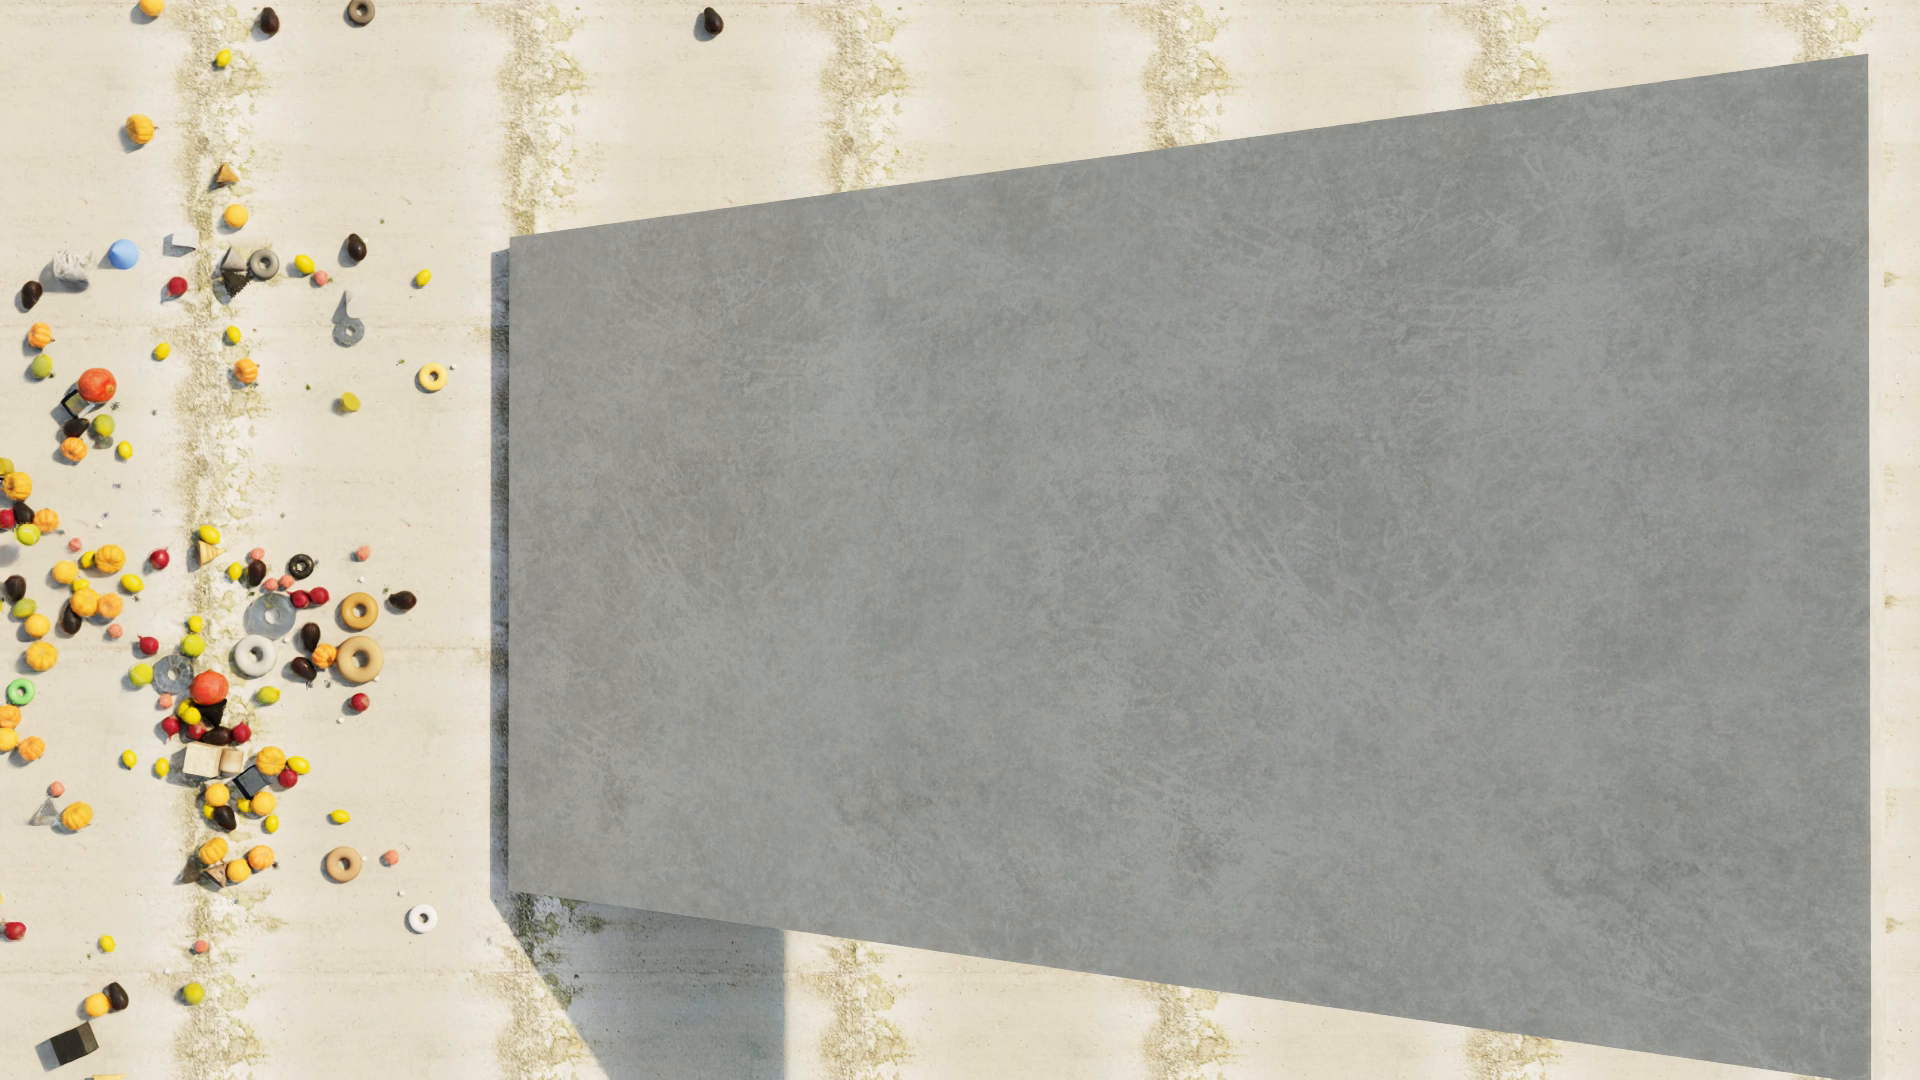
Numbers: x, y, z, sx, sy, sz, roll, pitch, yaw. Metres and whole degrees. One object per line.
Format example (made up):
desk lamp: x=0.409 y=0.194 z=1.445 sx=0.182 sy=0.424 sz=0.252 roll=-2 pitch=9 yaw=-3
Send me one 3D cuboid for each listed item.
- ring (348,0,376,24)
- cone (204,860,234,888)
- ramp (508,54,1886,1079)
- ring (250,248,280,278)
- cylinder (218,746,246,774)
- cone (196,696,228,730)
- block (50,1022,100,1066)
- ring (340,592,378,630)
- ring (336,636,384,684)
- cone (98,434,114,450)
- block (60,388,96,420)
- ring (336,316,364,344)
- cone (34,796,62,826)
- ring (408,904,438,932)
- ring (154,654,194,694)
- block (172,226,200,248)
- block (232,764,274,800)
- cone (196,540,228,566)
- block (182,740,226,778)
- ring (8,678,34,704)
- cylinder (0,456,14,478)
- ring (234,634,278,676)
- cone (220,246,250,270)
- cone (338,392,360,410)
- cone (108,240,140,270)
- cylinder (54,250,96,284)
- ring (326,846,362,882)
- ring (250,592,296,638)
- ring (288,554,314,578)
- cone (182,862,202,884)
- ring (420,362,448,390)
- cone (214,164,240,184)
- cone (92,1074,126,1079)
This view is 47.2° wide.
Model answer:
ring: x=-1.854 y=-1.639 z=6.811 sx=0.087 sy=0.029 sz=0.087 roll=0 pitch=91 yaw=0
cone: x=-2.273 y=1.016 z=6.788 sx=0.085 sy=0.085 sz=0.085 roll=40 pitch=63 yaw=0
ramp: x=0.222 y=0.063 z=5.539 sx=4.000 sy=0.100 sz=2.000 roll=0 pitch=90 yaw=38
ring: x=-2.152 y=-0.855 z=6.804 sx=0.094 sy=0.031 sz=0.094 roll=0 pitch=91 yaw=0
cylinder: x=-2.244 y=0.679 z=6.777 sx=0.065 sy=0.065 sz=0.065 roll=20 pitch=72 yaw=0
cone: x=-2.300 y=0.548 z=6.789 sx=0.094 sy=0.094 sz=0.094 roll=-5 pitch=116 yaw=0
block: x=-2.721 y=1.547 z=6.758 sx=0.090 sy=0.090 sz=0.090 roll=-23 pitch=90 yaw=0
ring: x=-1.855 y=0.219 z=6.793 sx=0.117 sy=0.039 sz=0.117 roll=0 pitch=88 yaw=0
ring: x=-1.854 y=0.369 z=6.787 sx=0.149 sy=0.050 sz=0.149 roll=0 pitch=91 yaw=1
cone: x=-2.648 y=-0.306 z=6.791 sx=0.050 sy=0.050 sz=0.050 roll=0 pitch=90 yaw=0
block: x=-2.721 y=-0.420 z=6.785 sx=0.064 sy=0.064 sz=0.064 roll=-40 pitch=90 yaw=0
ring: x=-1.885 y=-0.648 z=6.804 sx=0.088 sy=0.029 sz=0.088 roll=0 pitch=89 yaw=-1
cone: x=-2.814 y=0.828 z=6.790 sx=0.082 sy=0.082 sz=0.082 roll=-8 pitch=63 yaw=0
ring: x=-1.658 y=1.169 z=6.791 sx=0.089 sy=0.030 sz=0.089 roll=0 pitch=90 yaw=-1
ring: x=-2.426 y=0.413 z=6.791 sx=0.123 sy=0.041 sz=0.123 roll=0 pitch=91 yaw=-1
block: x=-2.391 y=-0.934 z=6.791 sx=0.057 sy=0.057 sz=0.057 roll=6 pitch=90 yaw=0
block: x=-2.176 y=0.743 z=6.771 sx=0.076 sy=0.076 sz=0.076 roll=-37 pitch=90 yaw=0
cone: x=-2.308 y=0.037 z=6.795 sx=0.085 sy=0.085 sz=0.085 roll=-5 pitch=90 yaw=-27
block: x=-2.322 y=0.673 z=6.764 sx=0.091 sy=0.091 sz=0.091 roll=10 pitch=90 yaw=0
ring: x=-2.901 y=0.468 z=6.797 sx=0.083 sy=0.028 sz=0.083 roll=0 pitch=89 yaw=-1
cylinder: x=-2.963 y=-0.225 z=6.783 sx=0.064 sy=0.064 sz=0.064 roll=0 pitch=90 yaw=0
ring: x=-2.174 y=0.356 z=6.790 sx=0.132 sy=0.044 sz=0.132 roll=0 pitch=91 yaw=0
cone: x=-2.233 y=-0.853 z=6.801 sx=0.083 sy=0.083 sz=0.083 roll=27 pitch=90 yaw=-27
cone: x=-1.905 y=-0.415 z=6.802 sx=0.066 sy=0.066 sz=0.066 roll=-29 pitch=90 yaw=26
cone: x=-2.593 y=-0.886 z=6.772 sx=0.096 sy=0.096 sz=0.096 roll=0 pitch=90 yaw=0
cylinder: x=-2.725 y=-0.840 z=6.772 sx=0.094 sy=0.094 sz=0.094 roll=3 pitch=90 yaw=0
ring: x=-1.902 y=1.000 z=6.789 sx=0.111 sy=0.037 sz=0.111 roll=0 pitch=91 yaw=-1
ring: x=-2.121 y=0.233 z=6.789 sx=0.143 sy=0.048 sz=0.143 roll=0 pitch=90 yaw=-1
ring: x=-2.037 y=0.081 z=6.800 sx=0.079 sy=0.026 sz=0.079 roll=0 pitch=89 yaw=-1
cone: x=-2.381 y=1.019 z=6.793 sx=0.061 sy=0.061 sz=0.061 roll=-24 pitch=63 yaw=0
ring: x=-1.629 y=-0.505 z=6.803 sx=0.088 sy=0.029 sz=0.088 roll=0 pitch=89 yaw=-1
cone: x=-2.259 y=-1.121 z=6.806 sx=0.068 sy=0.068 sz=0.068 roll=23 pitch=90 yaw=-27
cone: x=-2.613 y=1.670 z=6.782 sx=0.091 sy=0.091 sz=0.091 roll=-25 pitch=90 yaw=-27
